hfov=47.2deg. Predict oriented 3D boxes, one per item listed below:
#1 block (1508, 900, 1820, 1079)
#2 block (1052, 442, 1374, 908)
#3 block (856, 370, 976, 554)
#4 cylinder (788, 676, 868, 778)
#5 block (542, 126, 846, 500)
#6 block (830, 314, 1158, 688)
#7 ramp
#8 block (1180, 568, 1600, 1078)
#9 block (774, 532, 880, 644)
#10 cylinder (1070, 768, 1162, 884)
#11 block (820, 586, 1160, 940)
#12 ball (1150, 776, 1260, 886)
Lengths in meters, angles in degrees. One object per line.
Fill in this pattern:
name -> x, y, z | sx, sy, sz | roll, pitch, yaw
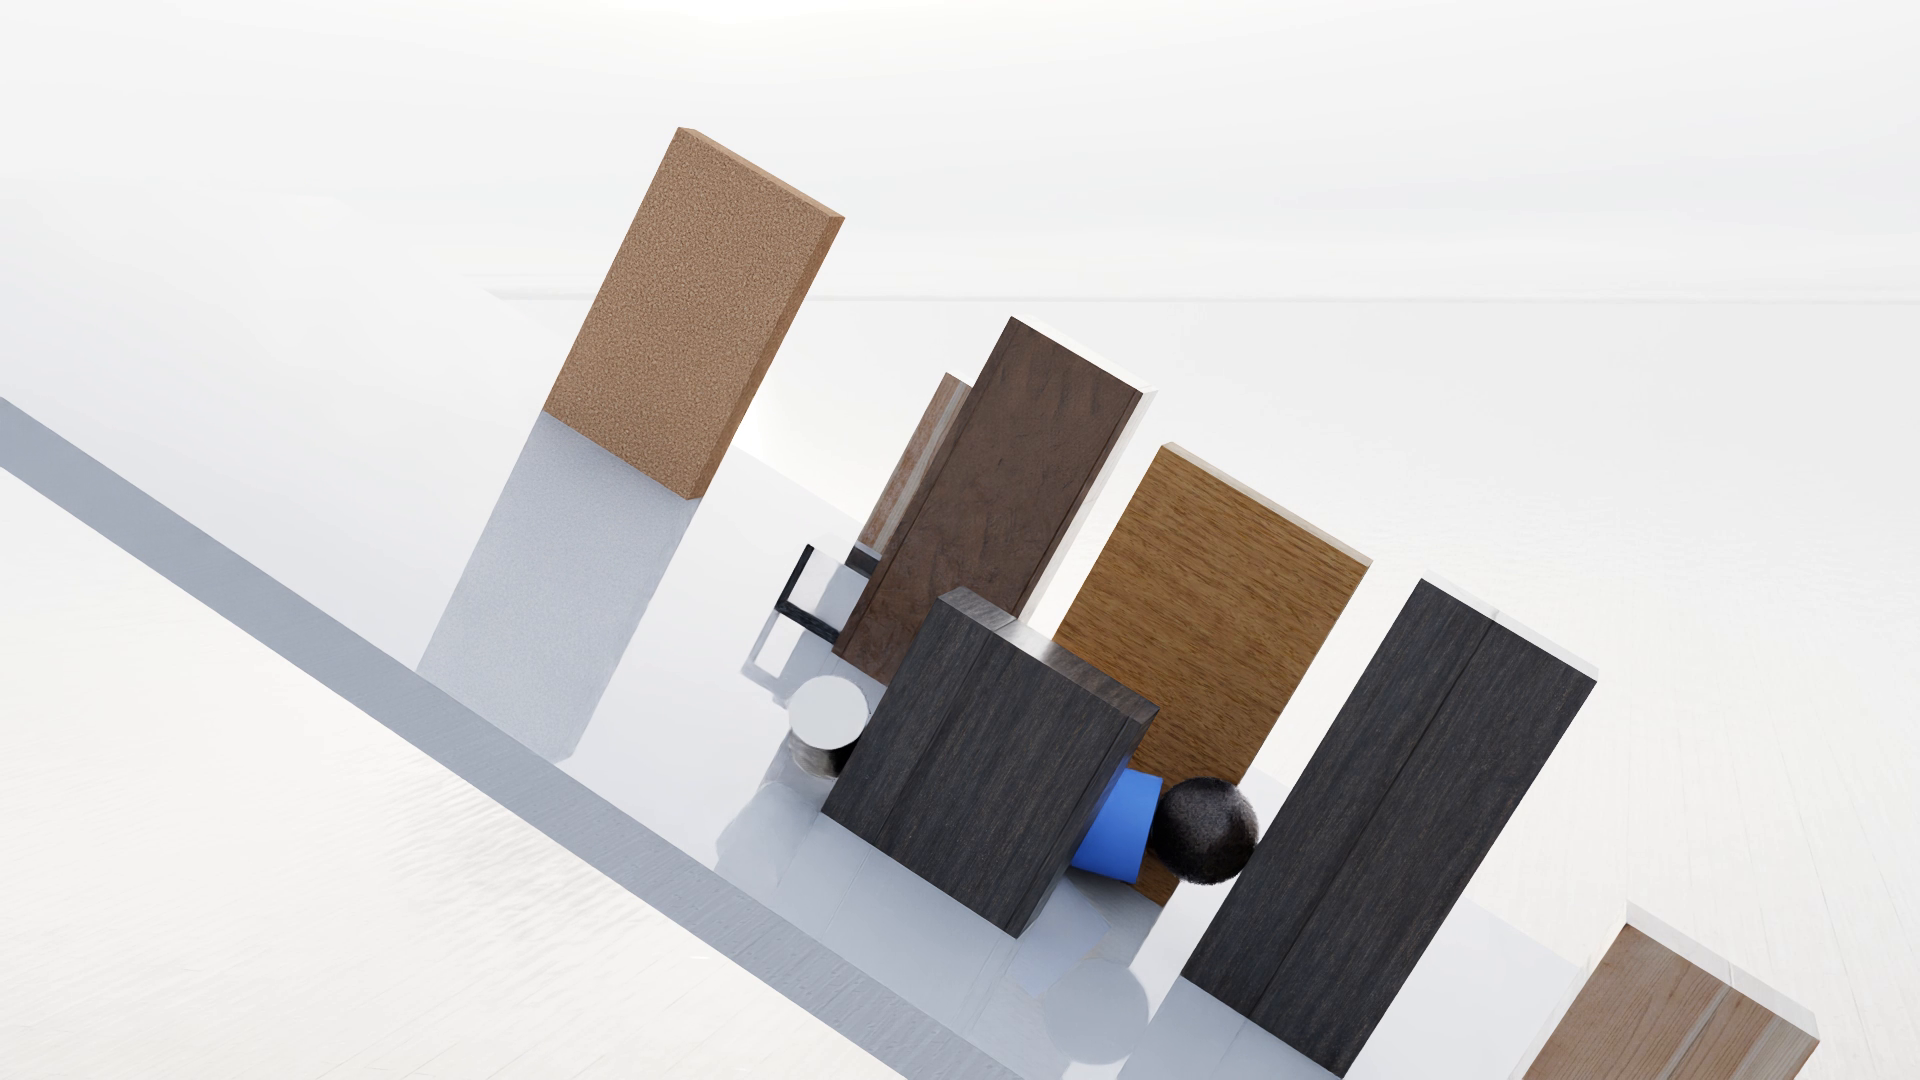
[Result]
block -> 0.858, 0.825, 2.968 | 0.278, 0.616, 0.113 | 32, 15, 11
block -> 0.366, 0.238, 3.882 | 0.408, 0.710, 0.092 | 32, 15, 11
block -> -0.010, -0.126, 4.974 | 0.264, 0.441, 0.086 | 32, 15, 11
cylinder -> -0.213, 0.304, 3.561 | 0.127, 0.127, 0.127 | 0, -28, -4
block -> -0.568, -0.476, 4.650 | 0.385, 0.678, 0.089 | 32, 15, 11
block -> 0.062, -0.034, 4.184 | 0.288, 0.740, 0.133 | 32, 15, 11
ramp -> -0.200, 0.331, 4.136 | 4.000, 0.100, 2.000 | 32, 15, 11
block -> 0.691, 0.463, 3.578 | 0.312, 0.778, 0.118 | 32, 15, 11
block -> -0.249, 0.096, 4.344 | 0.151, 0.151, 0.151 | 30, 14, 7
cylinder -> 0.235, 0.476, 3.791 | 0.187, 0.187, 0.187 | 15, 9, 7
block -> 0.047, 0.350, 3.504 | 0.375, 0.407, 0.137 | 32, 15, 11
ball -> 0.418, 0.496, 3.751 | 0.185, 0.185, 0.185 | 0, 7, 0
